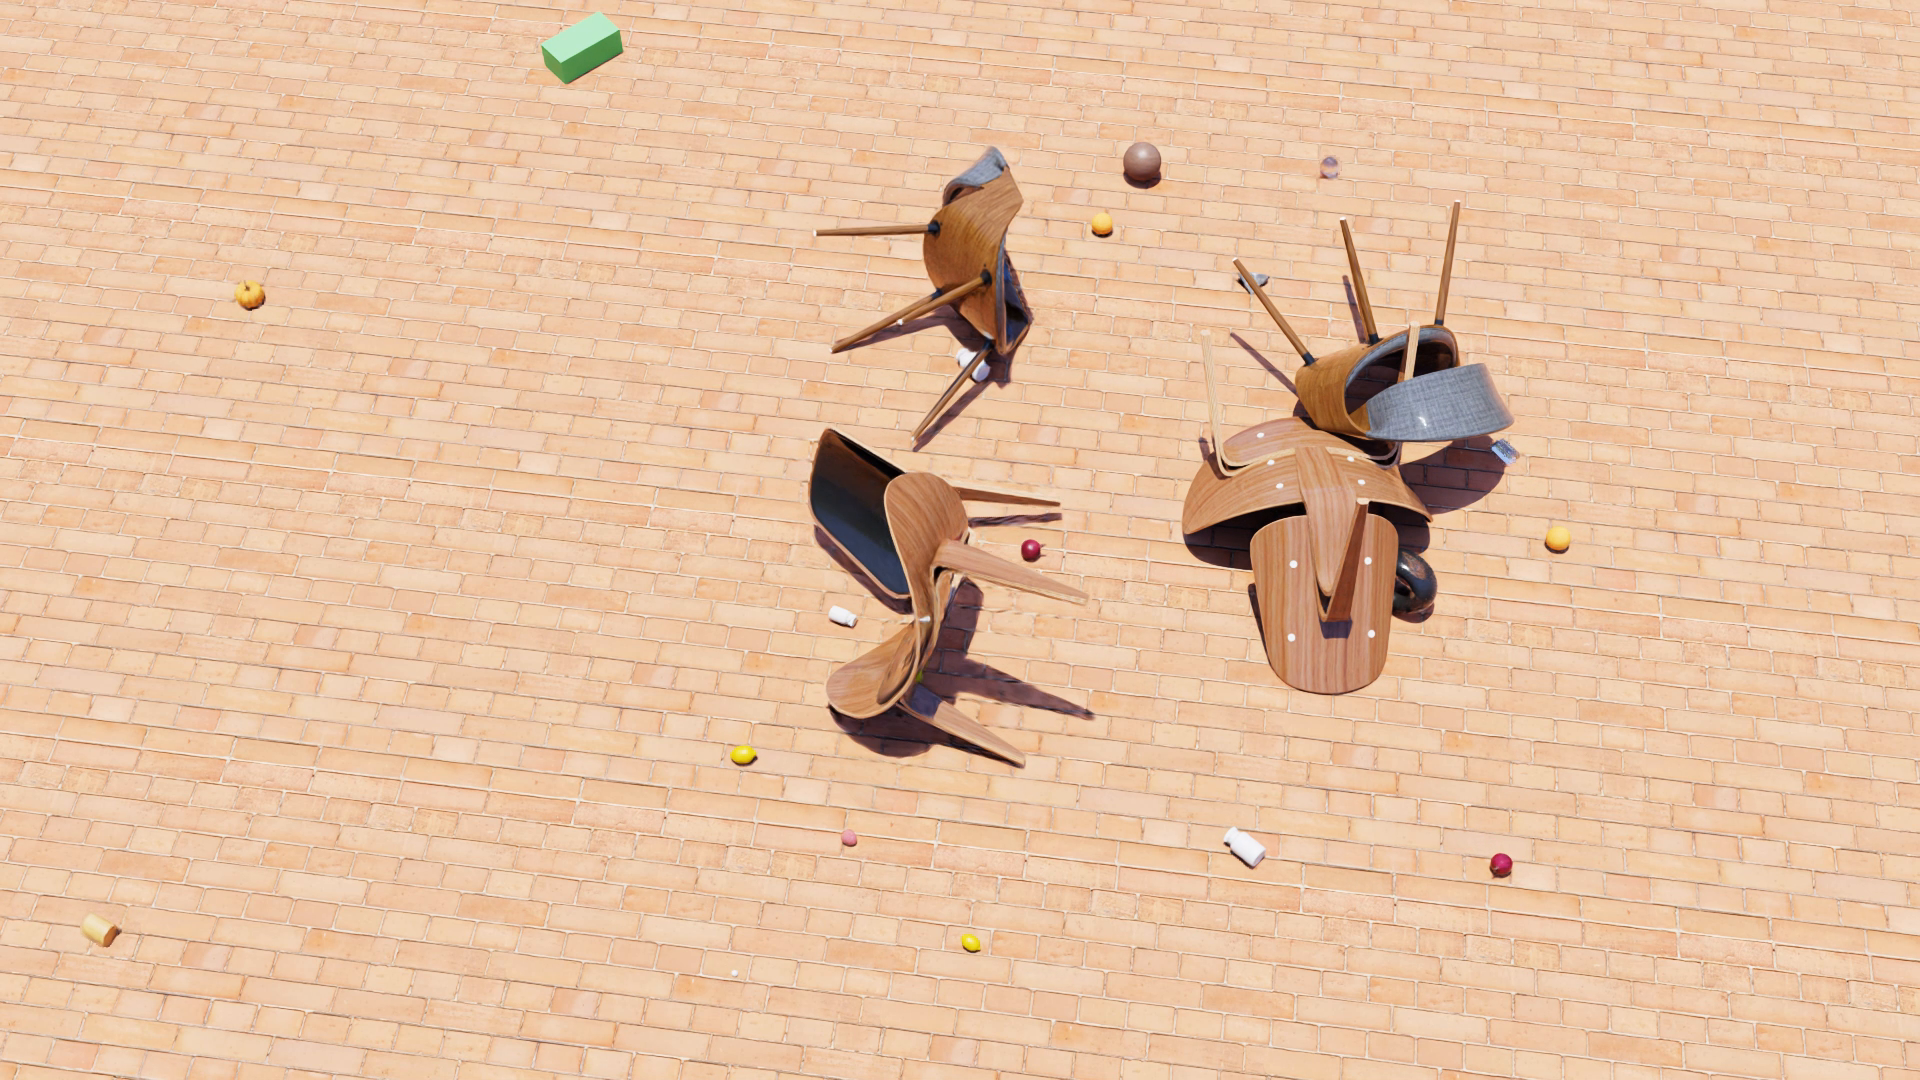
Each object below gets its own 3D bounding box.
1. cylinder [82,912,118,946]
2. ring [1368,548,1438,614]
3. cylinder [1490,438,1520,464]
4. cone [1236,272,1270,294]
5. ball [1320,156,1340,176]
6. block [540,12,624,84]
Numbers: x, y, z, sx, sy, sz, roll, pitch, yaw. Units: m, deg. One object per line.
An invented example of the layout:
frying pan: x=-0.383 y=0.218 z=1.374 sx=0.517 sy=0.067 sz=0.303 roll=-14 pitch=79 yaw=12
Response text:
cylinder: x=-2.289 y=1.035 z=5.847 sx=0.075 sy=0.047 sz=0.061 roll=25 pitch=96 yaw=16
ring: x=1.288 y=0.118 z=6.392 sx=0.212 sy=0.183 sz=0.105 roll=42 pitch=48 yaw=11
cylinder: x=1.670 y=-0.271 z=6.735 sx=0.058 sy=0.034 sz=0.073 roll=-29 pitch=61 yaw=-22
cone: x=0.945 y=-0.823 z=7.109 sx=0.108 sy=0.059 sz=0.069 roll=7 pitch=80 yaw=-5
ball: x=1.241 y=-1.254 z=7.377 sx=0.064 sy=0.064 sz=0.064 roll=0 pitch=56 yaw=0
block: x=-1.316 y=-1.716 z=7.664 sx=0.249 sy=0.102 sz=0.121 roll=-36 pitch=63 yaw=-21
